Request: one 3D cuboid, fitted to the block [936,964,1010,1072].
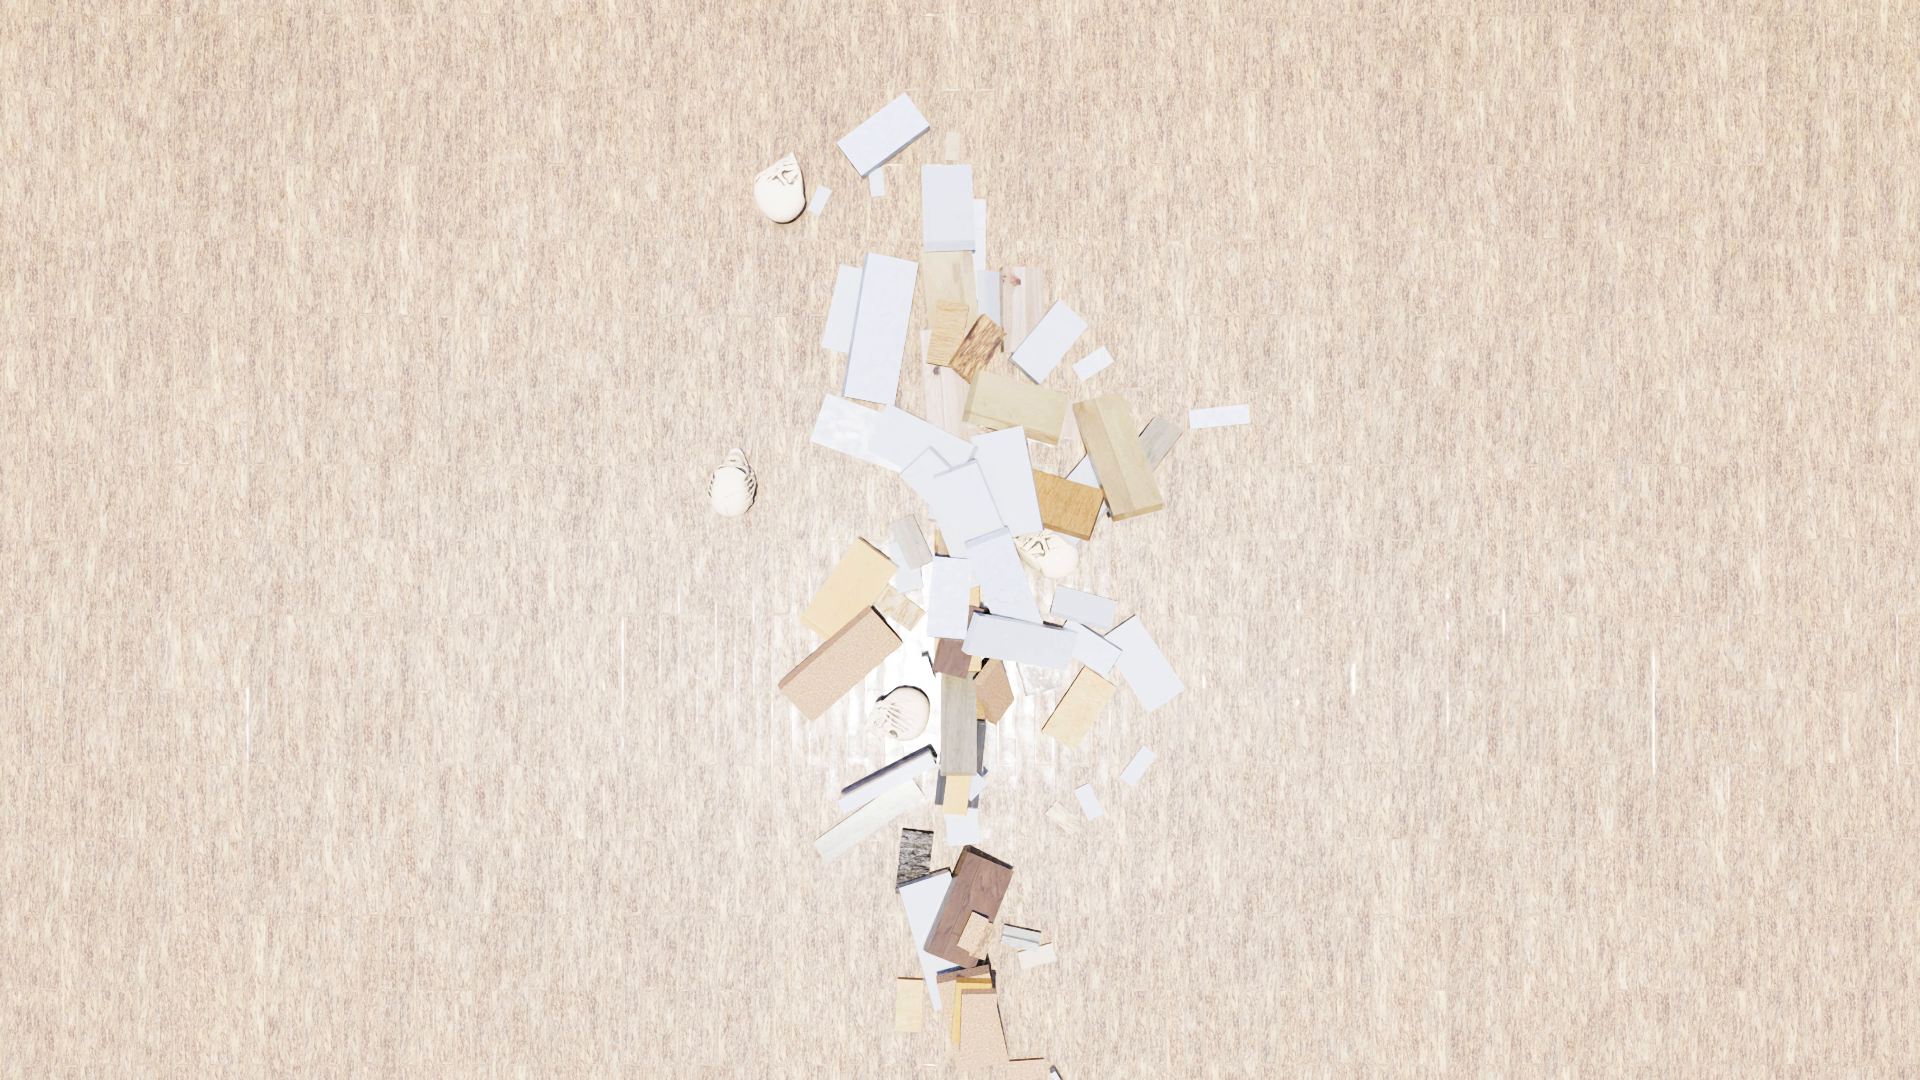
[{"bbox_3d":[0.042,1.573,5.419,0.174,0.049,0.348,-12,109,0],"label":"block"}]

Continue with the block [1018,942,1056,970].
[{"bbox_3d":[0.256,1.385,5.492,0.119,0.017,0.059,-16,90,0],"label":"block"}]

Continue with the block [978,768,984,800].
[{"bbox_3d":[0.005,0.710,5.435,0.140,0.040,0.281,0,74,-1],"label":"block"}]

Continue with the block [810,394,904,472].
[{"bbox_3d":[-0.311,-0.351,5.476,0.334,0.047,0.167,20,90,0],"label":"block"}]

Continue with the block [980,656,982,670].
[{"bbox_3d":[-0.006,0.286,5.423,0.148,0.042,0.296,-1,67,0],"label":"block"}]

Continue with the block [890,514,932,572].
[{"bbox_3d":[-0.160,0.009,5.462,0.085,0.024,0.169,-24,82,-2],"label":"block"}]

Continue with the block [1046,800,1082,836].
[{"bbox_3d":[0.345,0.925,5.492,0.113,0.016,0.056,40,90,0],"label":"block"}]

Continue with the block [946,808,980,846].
[{"bbox_3d":[0.005,0.905,5.485,0.107,0.030,0.213,-5,90,0],"label":"block"}]

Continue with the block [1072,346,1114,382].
[{"bbox_3d":[0.442,-0.586,5.491,0.126,0.018,0.063,-33,90,0],"label":"block"}]

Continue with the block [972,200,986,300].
[{"bbox_3d":[0.001,-0.960,5.476,0.166,0.047,0.332,0,90,0],"label":"block"}]

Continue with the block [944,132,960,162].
[{"bbox_3d":[-0.025,-1.310,5.493,0.046,0.013,0.093,4,90,0],"label":"block"}]

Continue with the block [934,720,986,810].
[{"bbox_3d":[0.002,0.724,5.348,0.140,0.040,0.281,6,74,1],"label":"block"}]

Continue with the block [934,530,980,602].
[{"bbox_3d":[-0.010,0.116,5.435,0.148,0.042,0.296,-1,72,0],"label":"block"}]

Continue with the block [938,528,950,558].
[{"bbox_3d":[0.000,0.001,5.428,0.141,0.040,0.283,0,71,0],"label":"block"}]

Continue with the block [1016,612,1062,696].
[{"bbox_3d":[0.242,0.379,5.482,0.128,0.036,0.257,-16,90,0],"label":"block"}]

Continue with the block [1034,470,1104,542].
[{"bbox_3d":[0.288,-0.125,5.368,0.332,0.047,0.166,17,71,11],"label":"block"}]

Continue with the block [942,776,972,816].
[{"bbox_3d":[-0.008,0.800,5.273,0.077,0.022,0.154,6,83,9],"label":"block"}]

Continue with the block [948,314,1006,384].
[{"bbox_3d":[0.057,-0.621,5.368,0.105,0.030,0.210,40,72,-23],"label":"block"}]

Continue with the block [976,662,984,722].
[{"bbox_3d":[0.011,0.547,5.441,0.140,0.040,0.281,0,74,-1],"label":"block"}]

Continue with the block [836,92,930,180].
[{"bbox_3d":[-0.253,-1.341,5.473,0.281,0.040,0.140,-37,84,0],"label":"block"}]

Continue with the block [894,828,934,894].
[{"bbox_3d":[-0.152,1.073,5.485,0.107,0.030,0.213,7,90,0],"label":"block"}]

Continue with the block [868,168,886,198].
[{"bbox_3d":[-0.277,-1.190,5.493,0.046,0.013,0.093,-6,90,0],"label":"block"}]

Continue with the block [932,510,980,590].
[{"bbox_3d":[0.027,0.012,5.349,0.141,0.040,0.283,-20,82,-4],"label":"block"}]

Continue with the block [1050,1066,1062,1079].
[{"bbox_3d":[0.339,1.810,5.468,0.018,0.063,0.126,-32,90,0],"label":"block"}]

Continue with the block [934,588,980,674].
[{"bbox_3d":[-0.011,0.281,5.343,0.148,0.042,0.296,-1,79,0],"label":"block"}]

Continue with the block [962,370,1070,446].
[{"bbox_3d":[0.183,-0.431,5.398,0.344,0.049,0.172,13,90,-28],"label":"block"}]

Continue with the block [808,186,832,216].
[{"bbox_3d":[-0.467,-1.131,5.493,0.046,0.013,0.093,26,90,0],"label":"block"}]

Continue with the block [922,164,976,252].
[{"bbox_3d":[-0.039,-1.087,5.393,0.166,0.047,0.332,-2,58,0],"label":"block"}]

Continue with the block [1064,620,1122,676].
[{"bbox_3d":[0.424,0.353,5.456,0.206,0.029,0.103,33,103,11],"label":"block"}]

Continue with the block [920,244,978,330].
[{"bbox_3d":[-0.030,-0.810,5.423,0.166,0.047,0.332,-5,108,2],"label":"block"}]

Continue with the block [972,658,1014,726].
[{"bbox_3d":[0.111,0.493,5.382,0.033,0.230,0.115,22,60,31],"label":"block"}]

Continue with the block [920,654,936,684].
[{"bbox_3d":[-0.105,0.422,5.414,0.024,0.172,0.086,-18,90,0],"label":"block"}]

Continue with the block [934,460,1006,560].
[{"bbox_3d":[0.039,-0.097,5.240,0.147,0.042,0.293,-20,109,10],"label":"block"}]

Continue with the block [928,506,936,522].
[{"bbox_3d":[-0.005,-0.187,5.439,0.141,0.040,0.283,12,75,5],"label":"block"}]

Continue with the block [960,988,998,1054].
[{"bbox_3d":[0.058,1.558,5.339,0.113,0.032,0.227,0,109,-4],"label":"block"}]

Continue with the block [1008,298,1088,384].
[{"bbox_3d":[0.291,-0.654,5.446,0.130,0.037,0.261,41,79,-12],"label":"block"}]

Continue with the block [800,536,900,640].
[{"bbox_3d":[-0.366,0.176,5.455,0.169,0.048,0.338,36,97,1],"label":"block"}]
